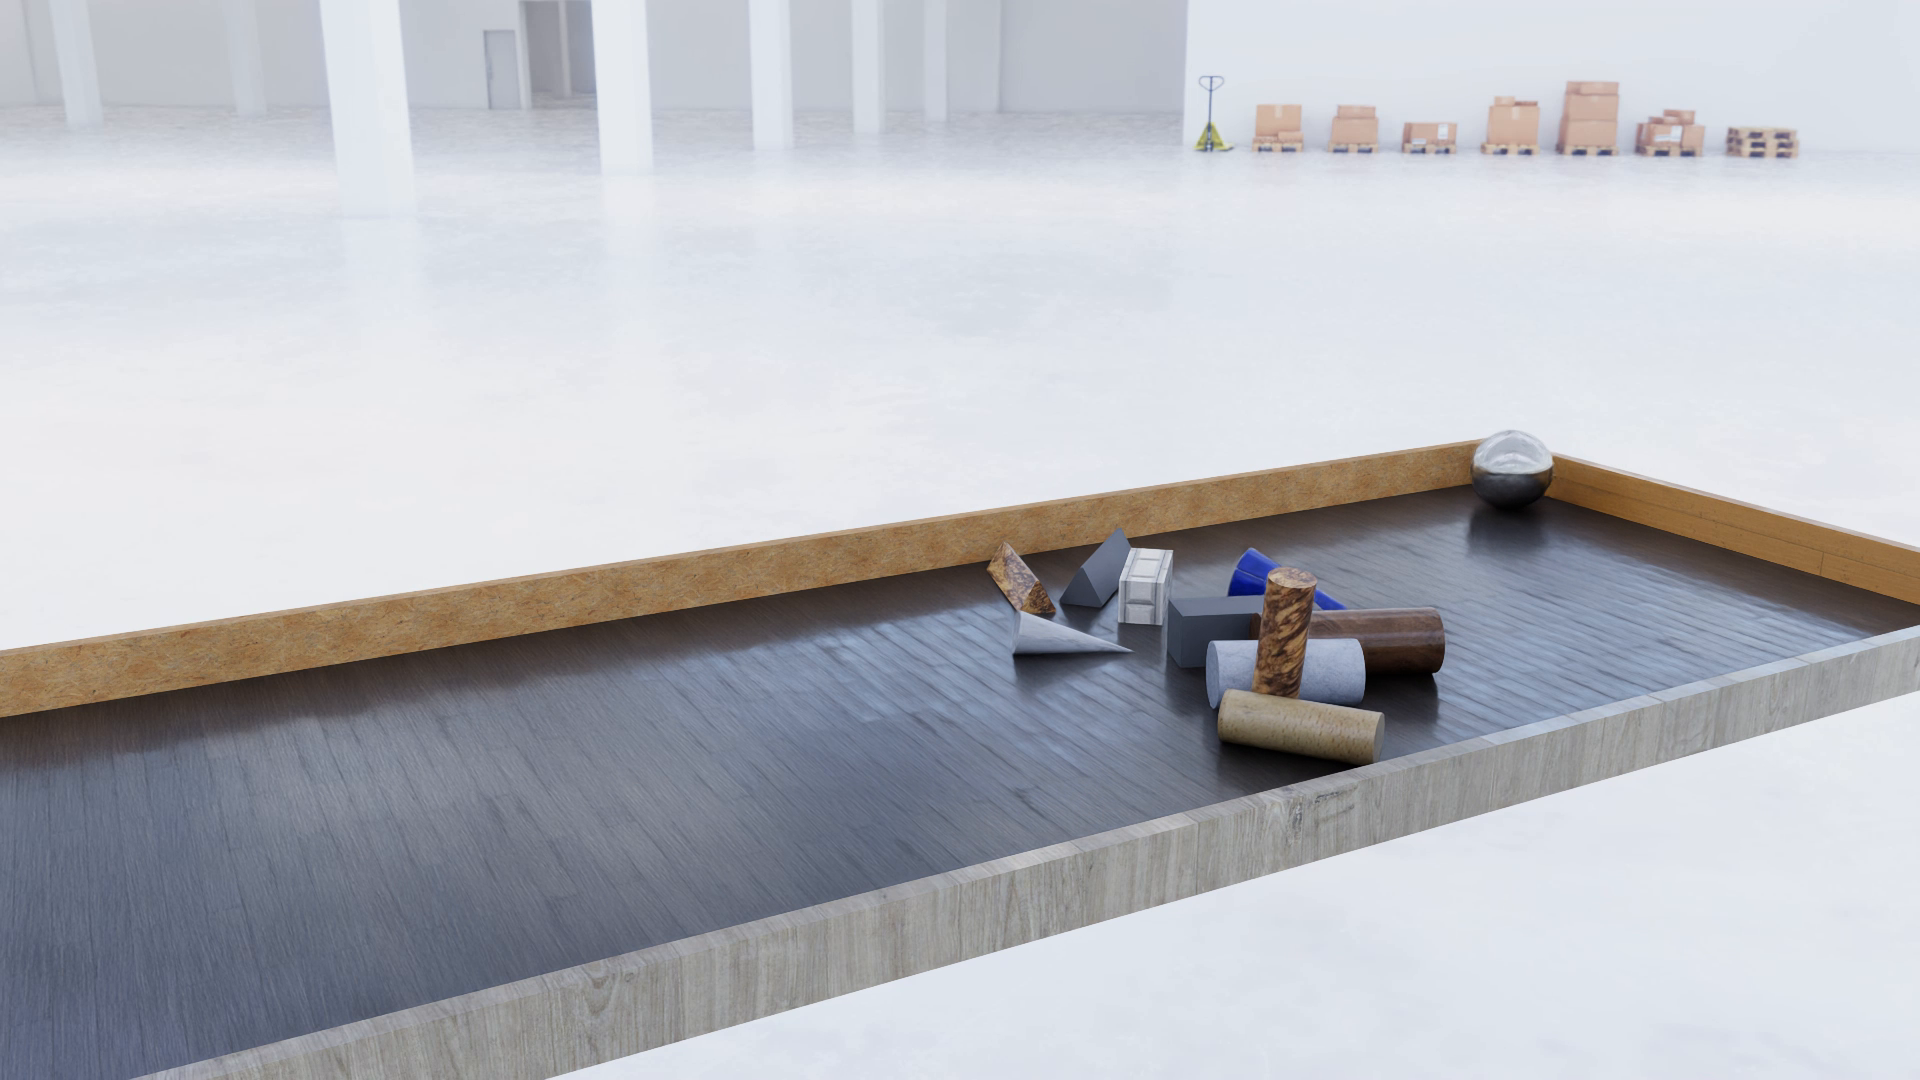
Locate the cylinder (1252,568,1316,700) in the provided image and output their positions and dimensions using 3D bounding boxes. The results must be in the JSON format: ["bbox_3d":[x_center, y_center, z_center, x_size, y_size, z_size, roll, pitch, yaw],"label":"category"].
[{"bbox_3d":[0.738,0.256,3.792,0.110,0.377,0.110,3,24,-1],"label":"cylinder"}]

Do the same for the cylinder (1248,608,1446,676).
[{"bbox_3d":[0.974,0.260,4.170,0.455,0.169,0.169,-2,16,-5],"label":"cylinder"}]

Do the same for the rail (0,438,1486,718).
[{"bbox_3d":[-3.305,0.497,3.399,12.000,0.150,0.050,-9,18,-27],"label":"rail"}]

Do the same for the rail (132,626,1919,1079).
[{"bbox_3d":[-2.336,1.006,1.665,12.000,0.150,0.050,-9,18,-27],"label":"rail"}]

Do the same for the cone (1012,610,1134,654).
[{"bbox_3d":[0.305,0.268,4.337,0.323,0.119,0.119,9,16,-5],"label":"cone"}]

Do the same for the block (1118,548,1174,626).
[{"bbox_3d":[0.530,0.129,4.698,0.123,0.123,0.316,3,17,11],"label":"block"}]

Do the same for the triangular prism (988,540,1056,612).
[{"bbox_3d":[0.176,0.102,4.833,0.109,0.094,0.414,-3,17,-11],"label":"triangular prism"}]

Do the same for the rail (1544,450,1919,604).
[{"bbox_3d":[2.466,-0.048,5.253,0.050,0.150,2.100,-9,18,-27],"label":"rail"}]

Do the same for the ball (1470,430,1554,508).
[{"bbox_3d":[1.909,-0.245,5.703,0.273,0.273,0.273,0,16,0],"label":"ball"}]

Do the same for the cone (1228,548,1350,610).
[{"bbox_3d":[0.980,0.175,4.611,0.426,0.172,0.172,22,25,26],"label":"cone"}]

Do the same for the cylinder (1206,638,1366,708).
[{"bbox_3d":[0.781,0.321,3.973,0.348,0.163,0.163,-1,16,-3],"label":"cylinder"}]

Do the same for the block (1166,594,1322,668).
[{"bbox_3d":[0.741,0.235,4.307,0.371,0.140,0.140,-2,17,-7],"label":"block"}]

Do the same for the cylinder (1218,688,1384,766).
[{"bbox_3d":[0.765,0.421,3.705,0.348,0.123,0.123,8,18,24],"label":"cylinder"}]
